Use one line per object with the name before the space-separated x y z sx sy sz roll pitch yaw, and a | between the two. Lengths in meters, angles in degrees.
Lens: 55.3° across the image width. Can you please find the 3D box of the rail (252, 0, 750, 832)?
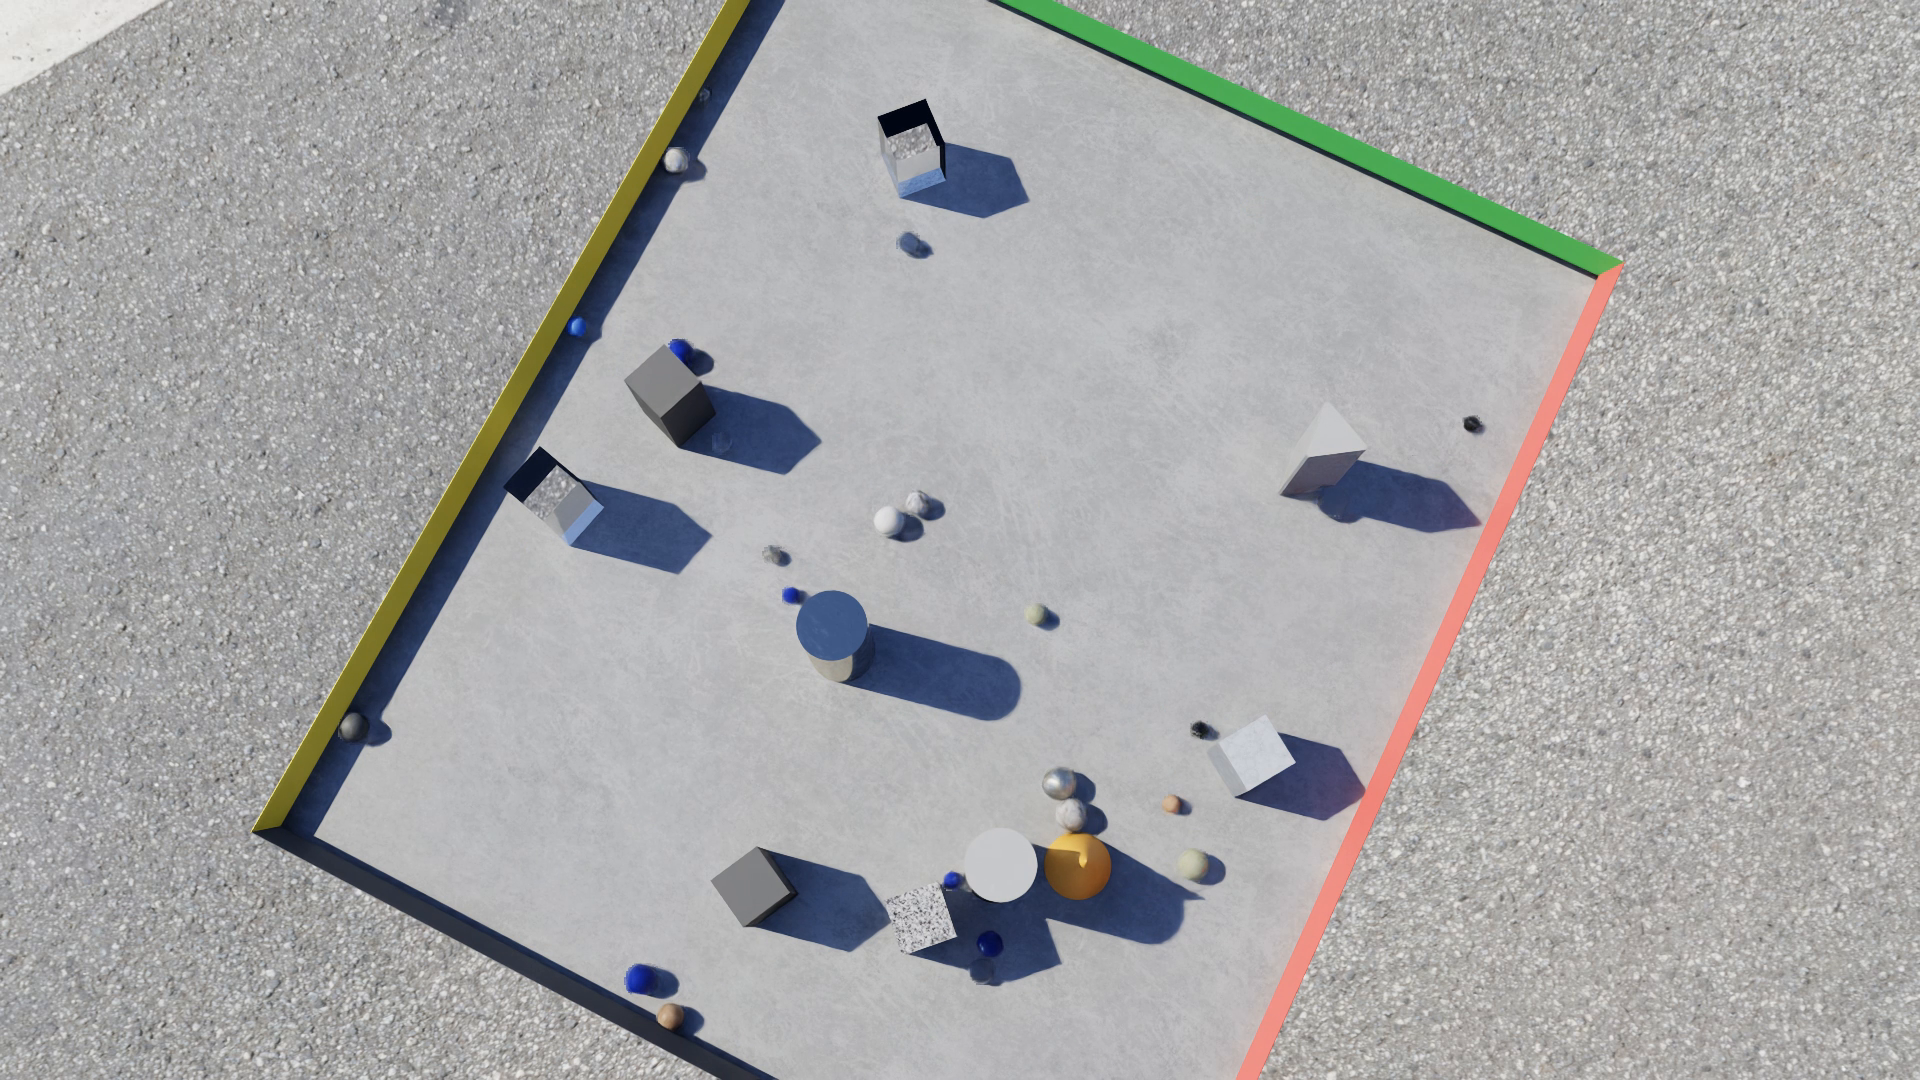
rail | -1.276 -0.618 5.677 0.045 0.129 3.398 26 80 5

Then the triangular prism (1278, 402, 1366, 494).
triangular prism | 1.055 -0.273 5.429 0.172 0.478 0.149 -8 78 -2

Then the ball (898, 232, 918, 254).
ball | -0.163 -0.936 5.776 0.066 0.066 0.066 0 78 0

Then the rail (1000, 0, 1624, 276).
rail | 0.749 -1.460 5.852 2.900 0.129 0.045 26 80 5

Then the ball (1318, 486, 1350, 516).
ball | 1.140 -0.118 5.593 0.095 0.095 0.095 0 78 0

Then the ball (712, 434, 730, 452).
ball | -0.734 -0.300 5.650 0.055 0.055 0.055 0 78 0

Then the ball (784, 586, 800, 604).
ball | -0.509 0.168 5.555 0.052 0.052 0.052 0 78 0

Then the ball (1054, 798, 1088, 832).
ball | 0.327 0.809 5.399 0.097 0.097 0.097 0 78 0

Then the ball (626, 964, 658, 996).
ball | -0.921 1.274 5.308 0.088 0.088 0.088 0 78 0

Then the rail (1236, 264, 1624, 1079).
rail | 1.276 0.631 5.419 0.045 0.129 3.398 26 80 5

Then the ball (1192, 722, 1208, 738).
ball | 0.716 0.567 5.473 0.052 0.052 0.052 0 78 0

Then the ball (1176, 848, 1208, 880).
ball | 0.682 0.952 5.373 0.092 0.092 0.092 0 78 0

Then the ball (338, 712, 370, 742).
ball | -1.804 0.557 5.457 0.087 0.087 0.087 0 78 0

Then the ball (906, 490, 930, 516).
ball | -0.130 -0.114 5.601 0.076 0.076 0.076 0 78 0

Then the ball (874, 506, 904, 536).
ball | -0.215 -0.059 5.582 0.092 0.092 0.092 0 78 0

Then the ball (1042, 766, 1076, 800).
ball | 0.292 0.719 5.417 0.100 0.100 0.100 0 78 0

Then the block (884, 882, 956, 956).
block | -0.110 1.079 5.227 0.159 0.326 0.159 -19 79 -4

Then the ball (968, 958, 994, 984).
ball | 0.062 1.251 5.321 0.072 0.072 0.072 0 78 0

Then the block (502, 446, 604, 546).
block | -1.207 -0.127 5.460 0.159 0.358 0.159 39 81 7

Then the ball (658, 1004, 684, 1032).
ball | -0.834 1.378 5.291 0.078 0.078 0.078 0 78 0

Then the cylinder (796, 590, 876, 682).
cylinder | -0.356 0.285 5.318 0.199 0.470 0.199 0 78 0

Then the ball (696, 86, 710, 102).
ball | -0.827 -1.431 5.888 0.049 0.049 0.049 0 78 0

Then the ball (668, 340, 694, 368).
ball | -0.869 -0.576 5.691 0.088 0.088 0.088 0 78 0

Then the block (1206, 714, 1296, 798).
block | 0.843 0.632 5.341 0.159 0.284 0.159 -30 80 -6

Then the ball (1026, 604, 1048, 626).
ball | 0.231 0.227 5.537 0.065 0.065 0.065 0 78 0

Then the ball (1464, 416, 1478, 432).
ball | 1.580 -0.359 5.667 0.047 0.047 0.047 0 78 0

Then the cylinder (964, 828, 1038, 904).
cylinder | 0.109 0.925 5.180 0.199 0.480 0.199 0 78 0

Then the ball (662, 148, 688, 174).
ball | -0.903 -1.203 5.824 0.083 0.083 0.083 0 78 0

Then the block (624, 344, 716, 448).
block | -0.870 -0.430 5.526 0.159 0.352 0.159 -43 82 -8

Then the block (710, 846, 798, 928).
block | -0.586 0.997 5.258 0.159 0.299 0.159 -36 81 -7

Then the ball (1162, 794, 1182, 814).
ball | 0.627 0.782 5.426 0.056 0.056 0.056 0 78 0

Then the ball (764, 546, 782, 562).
ball | -0.570 0.045 5.582 0.050 0.050 0.050 0 78 0

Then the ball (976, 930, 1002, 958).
ball | 0.086 1.176 5.335 0.076 0.076 0.076 0 78 0

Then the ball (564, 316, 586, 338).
ball | -1.199 -0.666 5.720 0.067 0.067 0.067 0 78 0

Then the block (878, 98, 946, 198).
block | -0.149 -1.220 5.724 0.159 0.284 0.159 -21 79 -4

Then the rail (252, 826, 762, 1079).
rail | -0.749 1.474 5.244 2.900 0.129 0.045 26 80 5

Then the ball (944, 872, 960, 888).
ball | -0.023 0.999 5.384 0.050 0.050 0.050 0 78 0

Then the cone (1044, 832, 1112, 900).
cone | 0.348 0.922 5.220 0.199 0.403 0.199 0 78 0
